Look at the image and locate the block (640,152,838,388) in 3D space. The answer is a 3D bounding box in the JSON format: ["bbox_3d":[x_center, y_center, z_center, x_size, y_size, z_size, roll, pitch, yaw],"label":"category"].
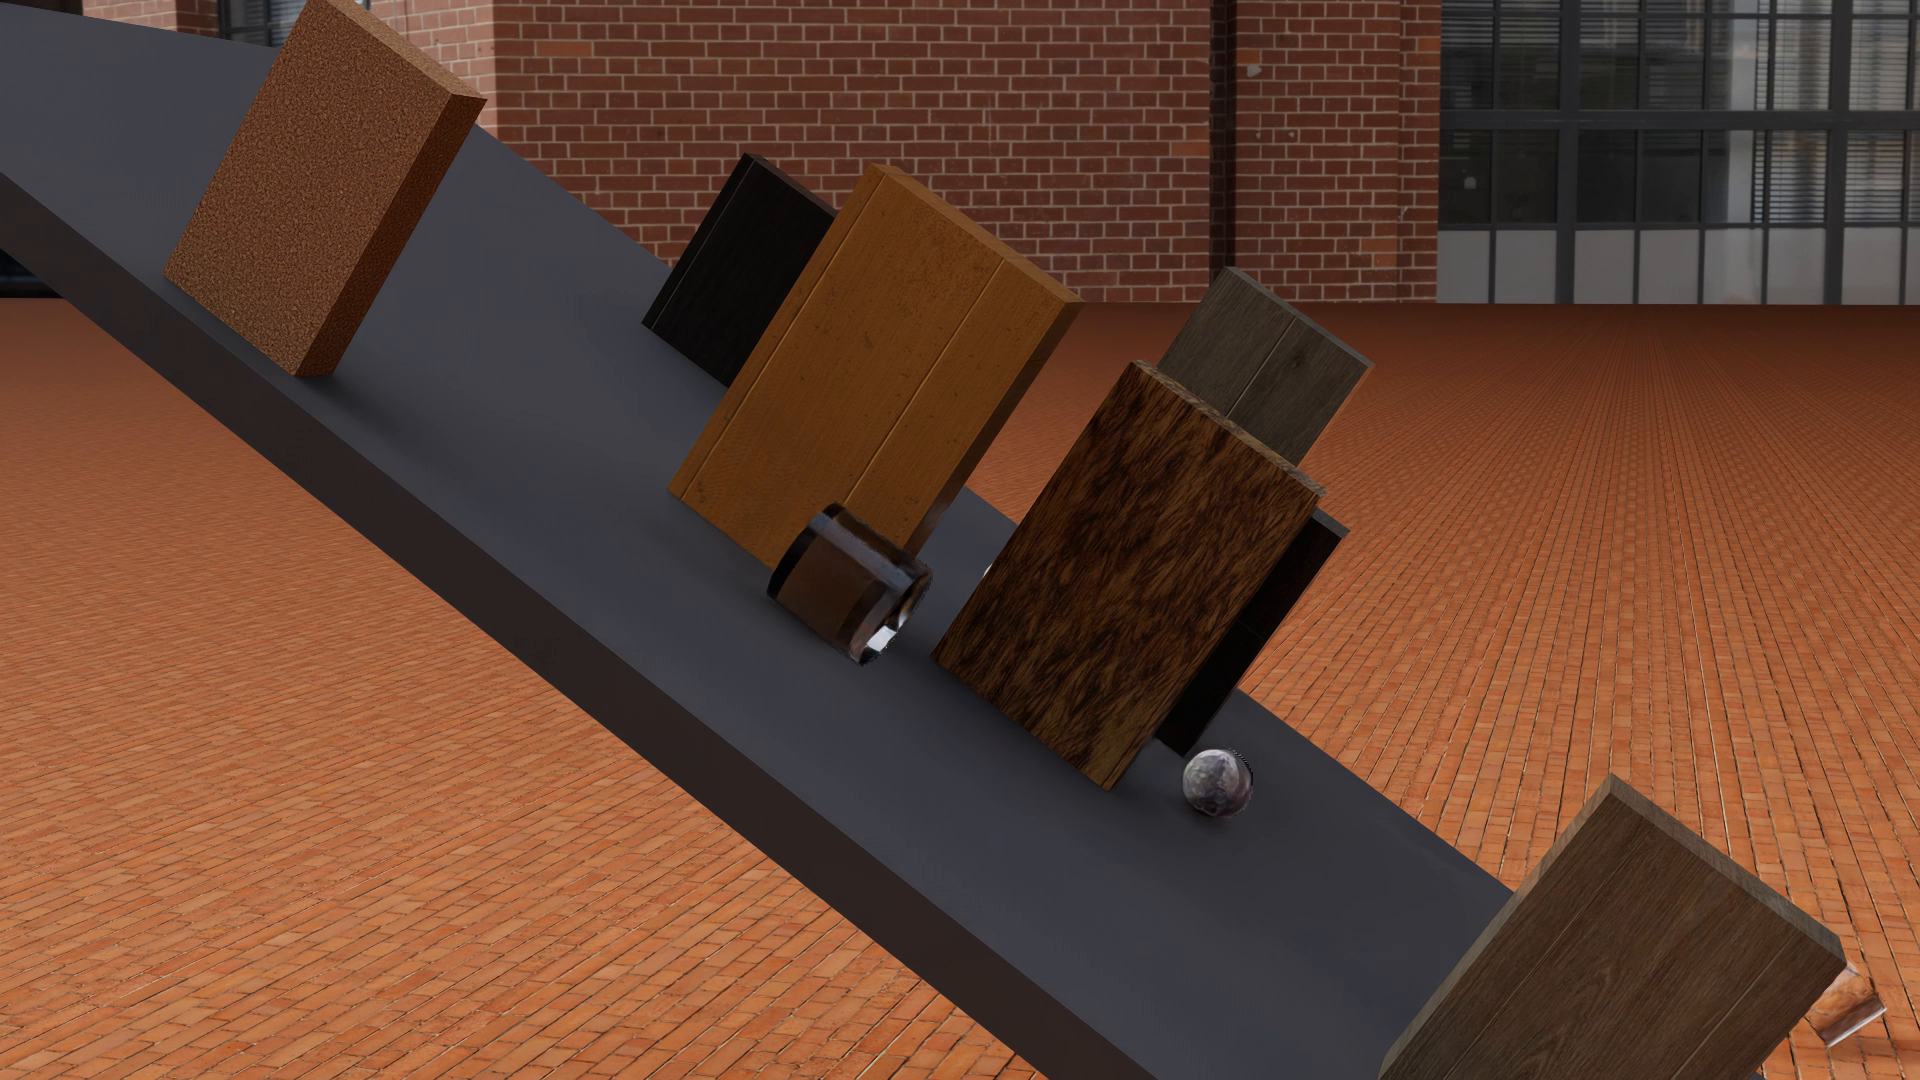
[{"bbox_3d":[-0.389,-0.517,4.623,0.410,0.429,0.083,37,15,10],"label":"block"}]

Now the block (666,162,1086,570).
[{"bbox_3d":[-0.151,-0.249,3.819,0.413,0.681,0.141,37,15,10],"label":"block"}]

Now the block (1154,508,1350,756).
[{"bbox_3d":[0.425,0.076,4.297,0.426,0.530,0.134,37,15,10],"label":"block"}]

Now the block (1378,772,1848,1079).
[{"bbox_3d":[0.987,0.723,3.369,0.411,0.589,0.141,37,15,10],"label":"block"}]

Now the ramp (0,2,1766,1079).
[{"bbox_3d":[-0.104,0.181,4.089,4.000,0.100,2.000,37,15,10],"label":"ramp"}]

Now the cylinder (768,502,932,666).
[{"bbox_3d":[-0.185,0.073,3.690,0.196,0.196,0.196,36,15,9],"label":"cylinder"}]

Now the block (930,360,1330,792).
[{"bbox_3d":[0.291,0.062,3.855,0.397,0.641,0.111,37,15,10],"label":"block"}]

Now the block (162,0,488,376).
[{"bbox_3d":[-0.971,-0.537,3.350,0.276,0.504,0.105,37,15,10],"label":"block"}]

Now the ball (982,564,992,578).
[{"bbox_3d":[0.097,0.090,4.385,0.108,0.108,0.108,0,7,0],"label":"ball"}]

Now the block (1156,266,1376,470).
[{"bbox_3d":[0.510,-0.163,4.737,0.366,0.773,0.138,37,15,10],"label":"block"}]

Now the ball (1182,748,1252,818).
[{"bbox_3d":[0.471,0.446,4.034,0.126,0.126,0.126,0,7,0],"label":"ball"}]

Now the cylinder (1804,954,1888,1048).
[{"bbox_3d":[2.099,1.102,5.269,0.164,0.164,0.164,-38,0,11],"label":"cylinder"}]
